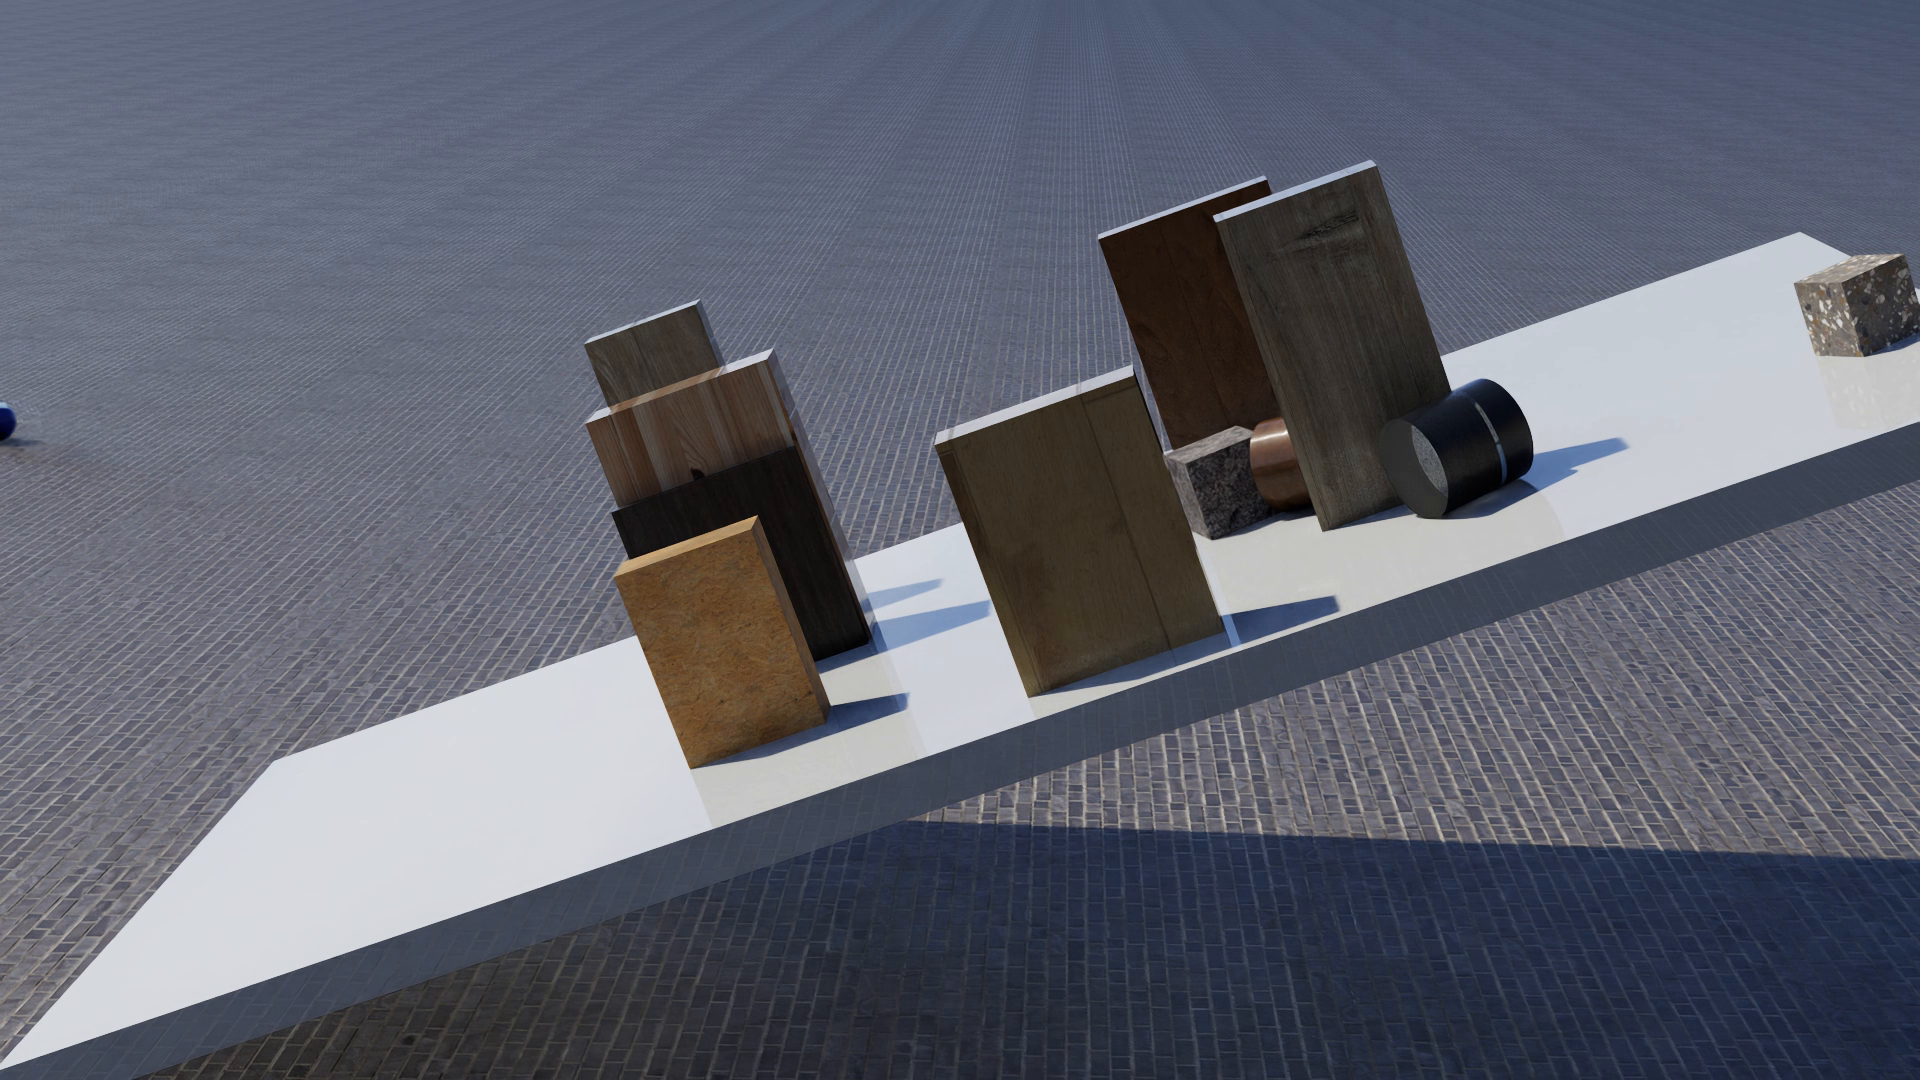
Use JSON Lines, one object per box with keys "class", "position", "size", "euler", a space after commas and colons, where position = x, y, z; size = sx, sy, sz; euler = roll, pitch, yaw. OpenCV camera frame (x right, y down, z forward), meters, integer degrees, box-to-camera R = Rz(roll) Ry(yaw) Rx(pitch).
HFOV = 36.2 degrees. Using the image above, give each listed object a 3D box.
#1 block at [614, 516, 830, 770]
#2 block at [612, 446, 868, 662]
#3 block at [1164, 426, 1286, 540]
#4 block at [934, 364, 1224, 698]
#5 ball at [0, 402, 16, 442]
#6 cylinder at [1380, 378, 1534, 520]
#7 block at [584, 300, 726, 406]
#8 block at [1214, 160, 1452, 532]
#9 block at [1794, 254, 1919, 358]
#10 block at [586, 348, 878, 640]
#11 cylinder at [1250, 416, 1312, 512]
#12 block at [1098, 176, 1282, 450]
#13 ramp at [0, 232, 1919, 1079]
{"class": "block", "position": [-0.471, 0.204, 5.865], "size": [0.290, 0.418, 0.128], "euler": [-19, 11, 6]}
{"class": "block", "position": [-0.473, 0.072, 6.393], "size": [0.421, 0.457, 0.101], "euler": [-19, 11, 6]}
{"class": "block", "position": [0.560, -0.122, 6.228], "size": [0.174, 0.174, 0.174], "euler": [-22, 11, -8]}
{"class": "block", "position": [0.223, -0.016, 5.456], "size": [0.385, 0.508, 0.122], "euler": [-19, 11, 6]}
{"class": "ball", "position": [-4.004, -0.493, 12.196], "size": [0.174, 0.174, 0.174], "euler": [0, 13, 0]}
{"class": "cylinder", "position": [0.961, -0.177, 5.695], "size": [0.210, 0.210, 0.210], "euler": [-25, 22, -21]}
{"class": "block", "position": [-0.602, -0.150, 6.862], "size": [0.277, 0.771, 0.090], "euler": [-19, 11, 6]}
{"class": "block", "position": [0.770, -0.385, 5.859], "size": [0.330, 0.659, 0.117], "euler": [-19, 11, 6]}
{"class": "block", "position": [1.764, -0.460, 5.766], "size": [0.154, 0.154, 0.154], "euler": [-24, 12, -16]}
{"class": "block", "position": [-0.495, -0.034, 6.433], "size": [0.419, 0.652, 0.149], "euler": [-19, 11, 6]}
{"class": "cylinder", "position": [0.736, -0.172, 6.105], "size": [0.195, 0.195, 0.195], "euler": [-12, 4, 35]}
{"class": "block", "position": [0.618, -0.516, 6.960], "size": [0.415, 0.576, 0.094], "euler": [-19, 11, 6]}
{"class": "ramp", "position": [0.113, 0.178, 6.299], "size": [4.000, 0.100, 2.000], "euler": [-19, 11, 6]}
